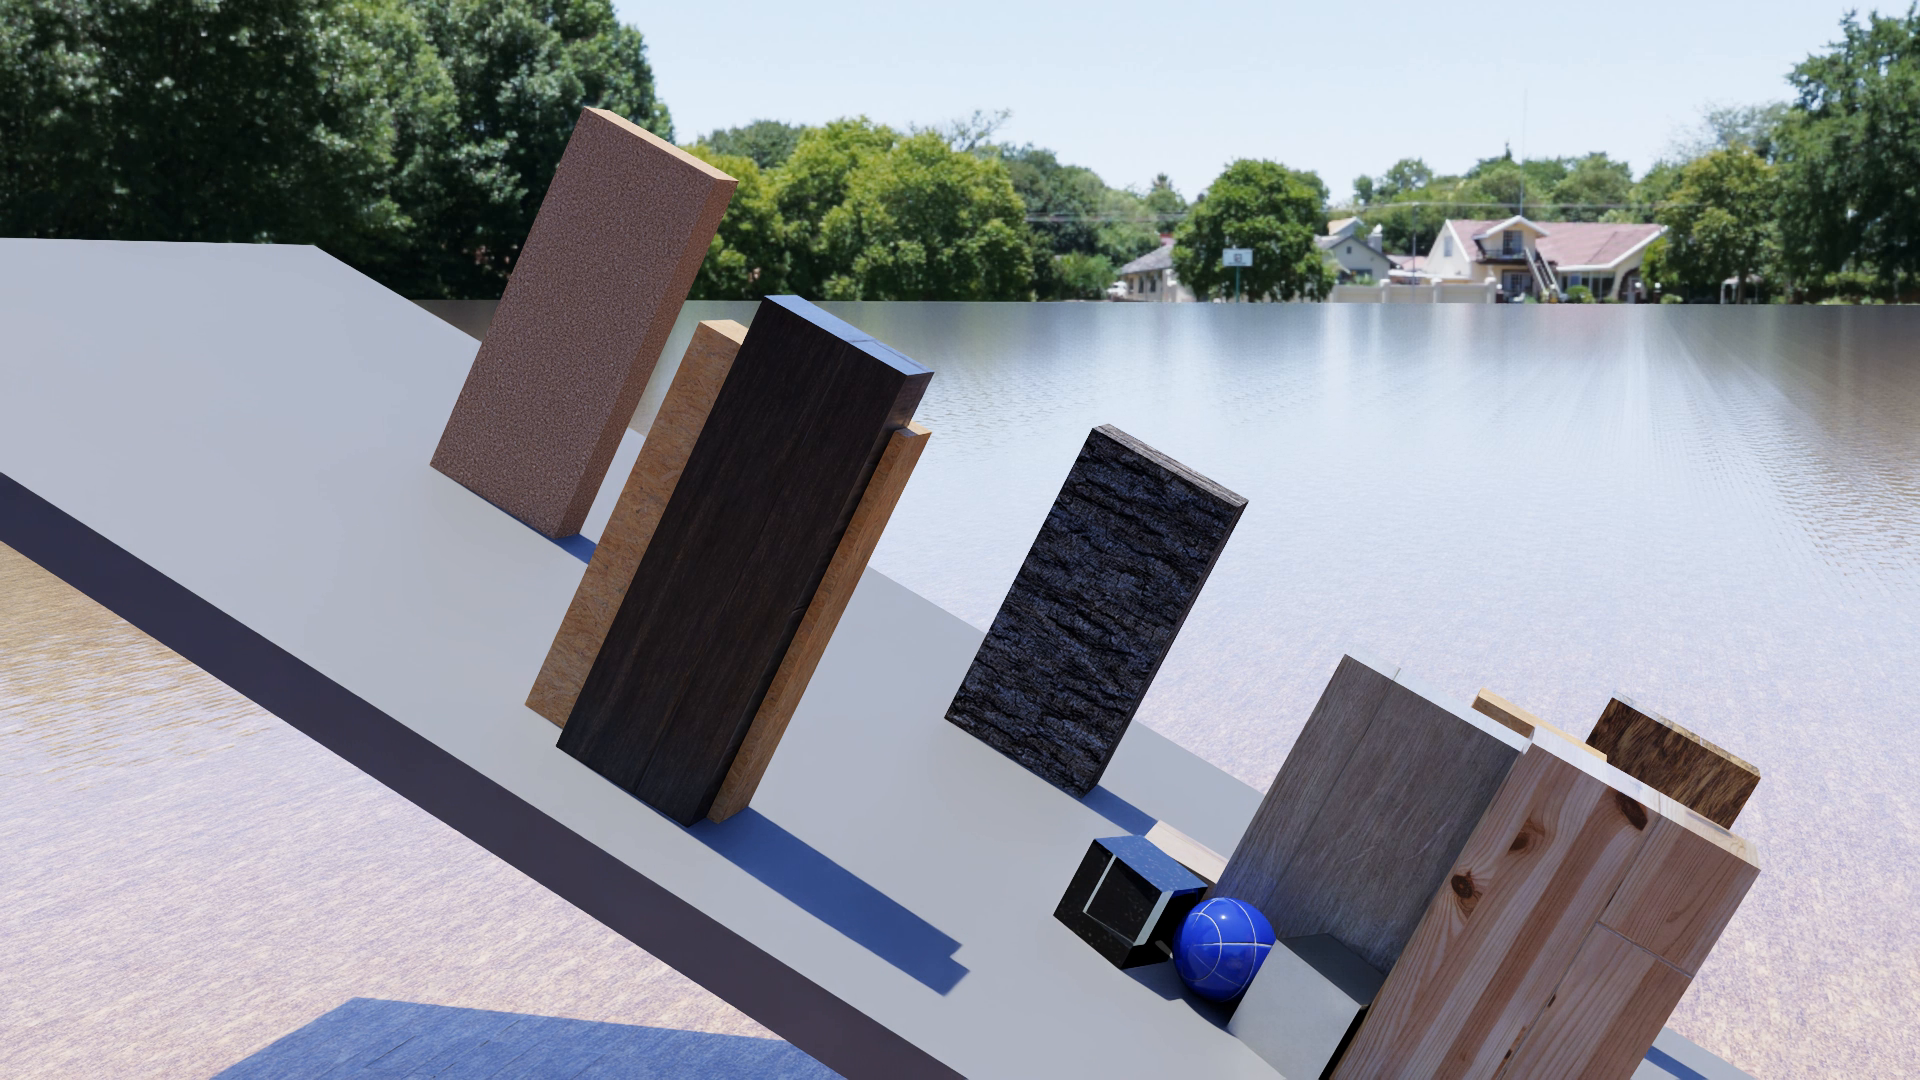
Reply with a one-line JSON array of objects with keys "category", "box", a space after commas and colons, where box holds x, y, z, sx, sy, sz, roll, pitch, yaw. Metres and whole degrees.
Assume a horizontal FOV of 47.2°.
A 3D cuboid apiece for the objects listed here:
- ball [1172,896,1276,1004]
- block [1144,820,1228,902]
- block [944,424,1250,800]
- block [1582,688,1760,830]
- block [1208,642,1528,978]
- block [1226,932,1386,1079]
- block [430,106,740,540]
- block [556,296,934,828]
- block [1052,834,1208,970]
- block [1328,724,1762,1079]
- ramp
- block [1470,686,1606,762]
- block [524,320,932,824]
[{"category": "ball", "box": [0.446, 0.692, 3.706, 0.178, 0.178, 0.178, 0, 7, 0]}, {"category": "block", "box": [0.370, 0.615, 3.908, 0.149, 0.149, 0.149, 30, 14, 12]}, {"category": "block", "box": [0.268, 0.140, 4.369, 0.320, 0.663, 0.139, 30, 14, 12]}, {"category": "block", "box": [1.335, 0.658, 4.527, 0.325, 0.618, 0.091, 30, 14, 12]}, {"category": "block", "box": [0.696, 0.547, 3.768, 0.398, 0.617, 0.120, 30, 14, 12]}, {"category": "block", "box": [0.593, 0.782, 3.641, 0.180, 0.180, 0.180, 36, 17, 34]}, {"category": "block", "box": [-0.742, -0.420, 4.312, 0.306, 0.782, 0.110, 30, 14, 12]}, {"category": "block", "box": [-0.336, 0.034, 3.388, 0.251, 0.789, 0.132, 30, 14, 12]}, {"category": "block", "box": [0.291, 0.615, 3.747, 0.156, 0.156, 0.156, 36, 16, 32]}, {"category": "block", "box": [0.872, 0.689, 3.379, 0.368, 0.710, 0.143, 30, 14, 12]}, {"category": "ramp", "box": [-0.232, 0.388, 4.153, 4.000, 0.100, 2.000, 30, 14, 12]}, {"category": "block", "box": [1.031, 0.595, 4.388, 0.274, 0.529, 0.105, 30, 14, 12]}, {"category": "block", "box": [-0.372, 0.049, 3.473, 0.375, 0.692, 0.125, 30, 14, 12]}]
